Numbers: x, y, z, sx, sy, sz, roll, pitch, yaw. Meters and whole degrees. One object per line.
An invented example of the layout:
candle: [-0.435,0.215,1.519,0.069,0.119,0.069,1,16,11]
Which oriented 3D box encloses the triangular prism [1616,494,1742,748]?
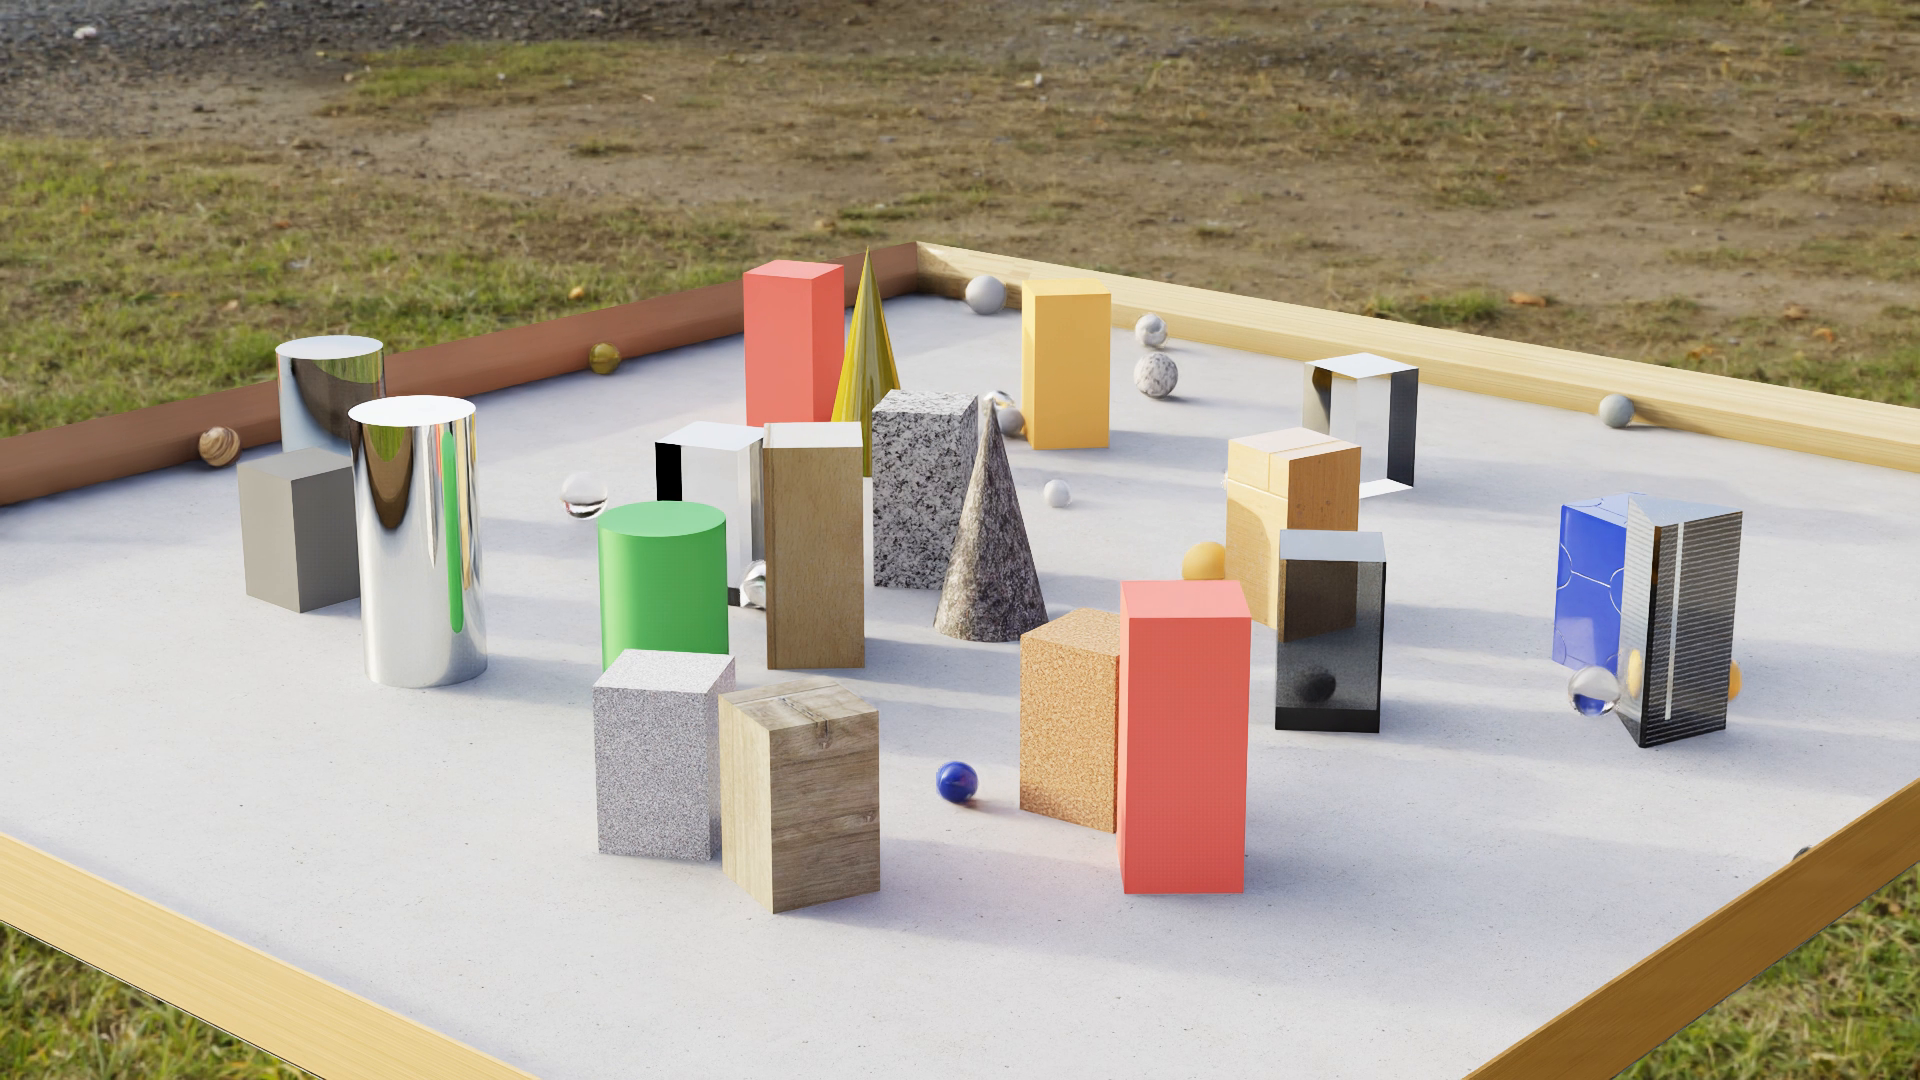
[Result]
triangular prism: [1.062,0.116,4.465,0.171,0.348,0.148,-10,19,-29]

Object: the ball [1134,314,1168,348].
ball: [0.454,-0.496,6.961,0.079,0.079,0.079,0,17,0]

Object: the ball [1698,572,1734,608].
ball: [1.305,0.087,5.057,0.062,0.062,0.062,0,17,0]

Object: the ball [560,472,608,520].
ball: [-0.715,-0.084,5.572,0.092,0.092,0.092,0,17,0]

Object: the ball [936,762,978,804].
ball: [-0.003,0.347,4.196,0.060,0.060,0.060,0,17,0]

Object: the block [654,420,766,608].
block: [-0.422,-0.048,5.126,0.158,0.279,0.158,7,18,21]

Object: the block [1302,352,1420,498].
block: [0.787,-0.226,5.782,0.158,0.243,0.158,-11,20,-32]

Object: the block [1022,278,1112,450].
block: [0.220,-0.368,6.111,0.158,0.325,0.158,-2,17,-8]

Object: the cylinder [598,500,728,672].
cylinder: [-0.460,0.111,4.563,0.198,0.301,0.198,0,17,0]

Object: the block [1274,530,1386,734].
block: [0.568,0.139,4.517,0.158,0.274,0.158,2,17,5]

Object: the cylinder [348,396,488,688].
cylinder: [-0.867,0.001,4.701,0.198,0.431,0.198,0,17,0]

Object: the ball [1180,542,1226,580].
ball: [0.434,0.051,5.114,0.097,0.097,0.097,0,17,0]

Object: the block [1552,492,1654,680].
block: [1.076,0.079,4.731,0.158,0.266,0.158,-9,19,-28]

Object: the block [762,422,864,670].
block: [-0.238,0.008,4.782,0.158,0.372,0.158,-1,17,-3]

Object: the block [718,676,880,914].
block: [-0.213,0.336,3.896,0.158,0.255,0.158,-9,19,-27]

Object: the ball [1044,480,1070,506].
ball: [0.188,-0.091,5.663,0.053,0.053,0.053,0,17,0]

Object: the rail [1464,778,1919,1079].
rail: [1.318,0.362,4.024,0.045,0.128,3.733,14,22,39]

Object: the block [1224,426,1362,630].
block: [0.566,-0.020,4.997,0.158,0.301,0.158,-11,20,-32]

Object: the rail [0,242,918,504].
rail: [-1.318,-0.298,6.216,0.045,0.128,3.733,14,22,39]

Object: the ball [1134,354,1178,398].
ball: [0.433,-0.363,6.485,0.099,0.099,0.099,0,17,0]

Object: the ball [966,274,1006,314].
ball: [0.063,-0.613,7.316,0.099,0.099,0.099,0,17,0]

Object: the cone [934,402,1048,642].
cone: [0.053,-0.047,4.924,0.198,0.396,0.198,0,17,0]

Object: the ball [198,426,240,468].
ball: [-1.499,-0.189,5.937,0.084,0.084,0.084,0,17,0]

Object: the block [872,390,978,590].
block: [-0.060,-0.089,5.196,0.158,0.319,0.158,3,17,11]

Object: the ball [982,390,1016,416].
ball: [0.084,-0.284,6.269,0.073,0.073,0.073,0,17,0]

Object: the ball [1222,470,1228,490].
ball: [0.539,-0.118,5.763,0.046,0.046,0.046,0,17,0]

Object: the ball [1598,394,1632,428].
ball: [1.396,-0.276,6.243,0.072,0.072,0.072,0,17,0]

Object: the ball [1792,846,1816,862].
ball: [1.135,0.438,3.890,0.064,0.064,0.064,0,17,0]

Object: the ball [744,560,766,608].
ball: [-0.334,0.076,5.059,0.081,0.081,0.081,0,17,0]

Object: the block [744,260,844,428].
block: [-0.350,-0.408,6.220,0.158,0.338,0.158,7,18,22]

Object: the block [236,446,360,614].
block: [-1.138,-0.019,5.106,0.158,0.237,0.158,15,22,40]

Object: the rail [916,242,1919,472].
rail: [1.208,-0.369,6.452,3.540,0.128,0.045,14,22,39]

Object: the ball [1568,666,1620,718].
ball: [0.980,0.234,4.536,0.080,0.080,0.080,0,17,0]

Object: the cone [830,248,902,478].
cone: [-0.183,-0.370,5.898,0.198,0.452,0.198,0,17,0]

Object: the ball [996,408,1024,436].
ball: [0.105,-0.250,6.176,0.060,0.060,0.060,0,17,0]

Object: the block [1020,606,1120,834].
block: [0.195,0.253,4.159,0.158,0.261,0.158,12,20,34]

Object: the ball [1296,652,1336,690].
ball: [0.565,0.208,4.654,0.062,0.062,0.062,0,17,0]

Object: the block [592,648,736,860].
block: [-0.405,0.295,4.052,0.158,0.243,0.158,3,17,10]

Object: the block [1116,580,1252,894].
block: [0.296,0.262,3.915,0.158,0.386,0.158,0,17,-1]

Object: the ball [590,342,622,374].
ball: [-0.812,-0.417,6.709,0.073,0.073,0.073,0,17,0]

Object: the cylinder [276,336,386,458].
cylinder: [-1.181,-0.201,5.537,0.198,0.335,0.198,0,17,0]

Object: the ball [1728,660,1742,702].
ball: [1.183,0.219,4.586,0.080,0.080,0.080,0,17,0]

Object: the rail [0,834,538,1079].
rail: [-1.208,0.434,3.788,3.540,0.128,0.045,14,22,39]
